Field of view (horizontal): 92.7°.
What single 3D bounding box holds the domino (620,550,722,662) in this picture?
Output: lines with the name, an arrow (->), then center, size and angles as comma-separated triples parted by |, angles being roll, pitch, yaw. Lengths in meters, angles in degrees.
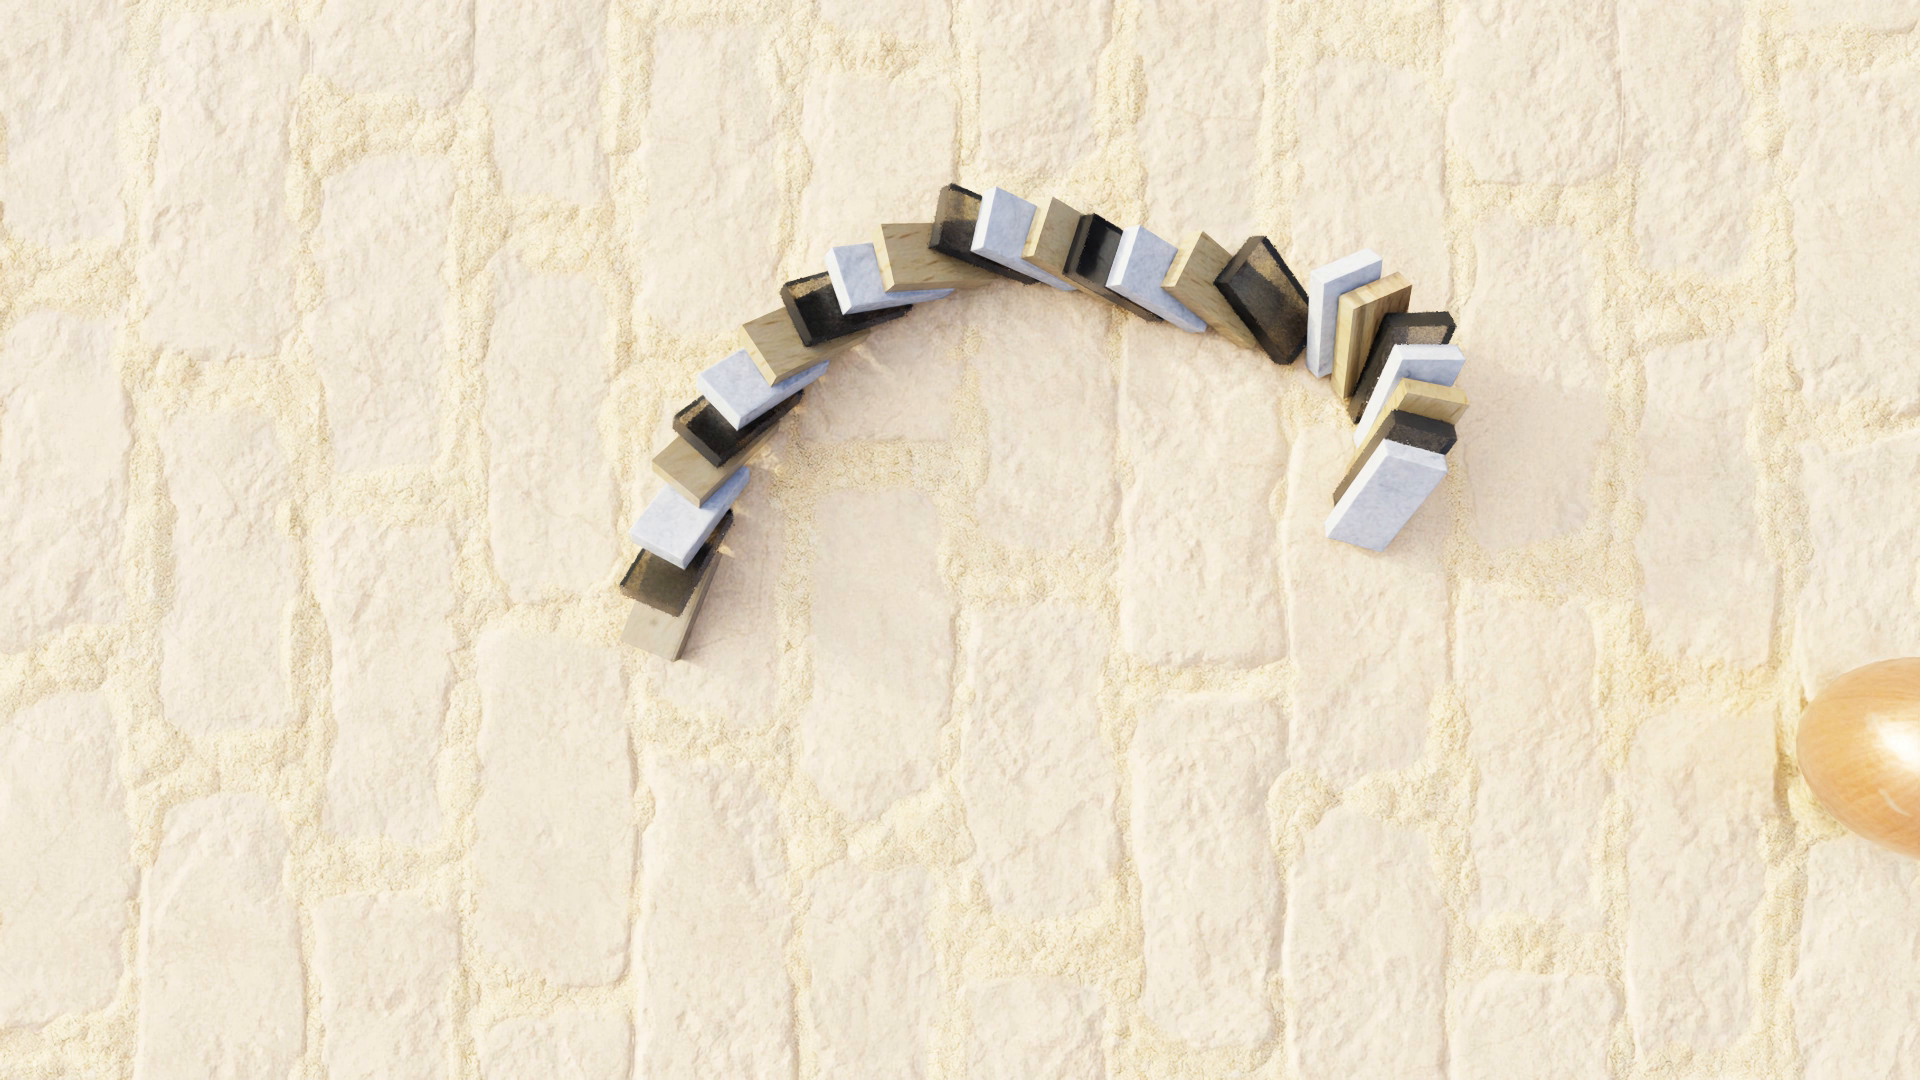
domino -> -0.124, 0.024, 0.395 | 0.025, 0.009, 0.050 | 22, 90, 0

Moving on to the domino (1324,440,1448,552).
domino -> 0.175, -0.017, 0.378 | 0.025, 0.050, 0.009 | 15, 48, 0

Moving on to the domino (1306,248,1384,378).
domino -> 0.158, -0.093, 0.378 | 0.025, 0.050, 0.010 | -23, 49, 0

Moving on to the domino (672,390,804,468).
domino -> -0.092, -0.055, 0.382 | 0.025, 0.009, 0.050 | 42, 58, 2

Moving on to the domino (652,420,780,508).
domino -> -0.102, -0.040, 0.385 | 0.025, 0.009, 0.050 | 39, 63, 0

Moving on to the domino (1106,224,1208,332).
domino -> 0.086, -0.108, 0.383 | 0.050, 0.009, 0.025 | 18, 90, -31

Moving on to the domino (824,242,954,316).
domino -> -0.029, -0.111, 0.383 | 0.050, 0.010, 0.025 | -18, 90, -30

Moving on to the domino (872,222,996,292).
domino -> -0.010, -0.119, 0.383 | 0.050, 0.009, 0.025 | -13, 90, -30

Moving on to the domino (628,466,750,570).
domino -> -0.112, -0.015, 0.383 | 0.025, 0.009, 0.050 | 27, 61, 3

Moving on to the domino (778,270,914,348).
domino -> -0.047, -0.101, 0.384 | 0.050, 0.010, 0.025 | -26, 90, -29

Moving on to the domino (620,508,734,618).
domino -> -0.117, 0.005, 0.383 | 0.025, 0.009, 0.050 | 22, 61, 0

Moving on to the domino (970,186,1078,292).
domino -> 0.030, -0.125, 0.382 | 0.050, 0.010, 0.025 | 13, 89, -31

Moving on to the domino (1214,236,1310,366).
domino -> 0.130, -0.100, 0.383 | 0.050, 0.009, 0.025 | 41, 87, -28

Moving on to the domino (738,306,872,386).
domino -> -0.065, -0.086, 0.383 | 0.050, 0.010, 0.025 | -34, 90, -31

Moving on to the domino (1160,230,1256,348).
domino -> 0.109, -0.104, 0.384 | 0.050, 0.010, 0.025 | 27, 90, -29

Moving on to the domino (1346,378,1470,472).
domino -> 0.183, -0.042, 0.378 | 0.025, 0.050, 0.009 | 11, 48, 0

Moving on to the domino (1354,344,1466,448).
domino -> 0.184, -0.057, 0.378 | 0.025, 0.050, 0.010 | 0, 49, 0

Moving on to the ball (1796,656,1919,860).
ball -> 0.382, 0.086, 0.360 | 0.080, 0.080, 0.080 | 0, 90, 0

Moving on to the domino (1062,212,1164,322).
domino -> 0.068, -0.113, 0.383 | 0.050, 0.009, 0.025 | 18, 90, -31

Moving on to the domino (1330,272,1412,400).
domino -> 0.169, -0.083, 0.378 | 0.025, 0.050, 0.009 | -23, 51, 0

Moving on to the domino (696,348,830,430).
domino -> -0.081, -0.069, 0.382 | 0.025, 0.009, 0.050 | 46, 58, 4

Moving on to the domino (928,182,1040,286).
domino -> 0.013, -0.127, 0.384 | 0.050, 0.010, 0.025 | 11, 90, -29

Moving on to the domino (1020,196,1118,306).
domino -> 0.051, -0.120, 0.383 | 0.050, 0.010, 0.025 | 18, 90, -31

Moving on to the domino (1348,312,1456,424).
domino -> 0.181, -0.070, 0.378 | 0.025, 0.050, 0.010 | -1, 49, 0

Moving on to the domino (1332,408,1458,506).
domino -> 0.178, -0.029, 0.378 | 0.025, 0.050, 0.010 | 15, 48, 0
